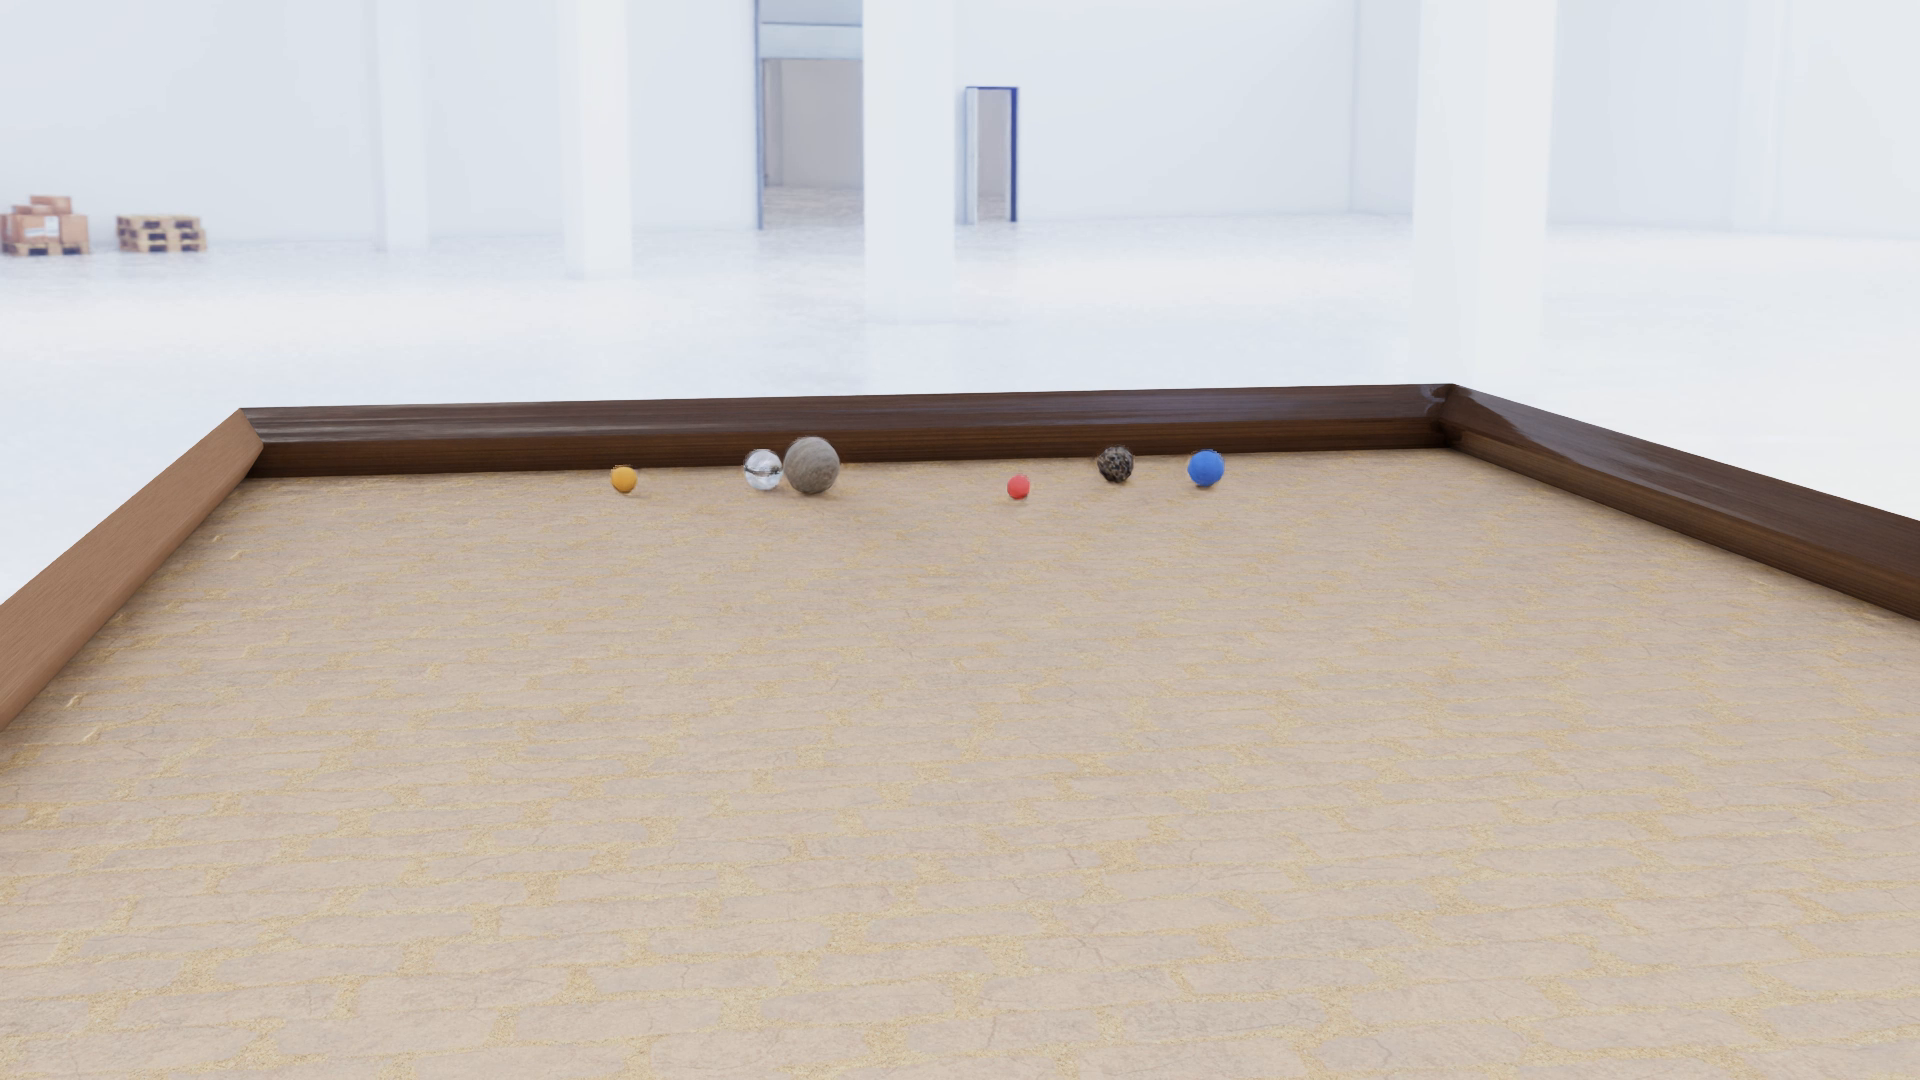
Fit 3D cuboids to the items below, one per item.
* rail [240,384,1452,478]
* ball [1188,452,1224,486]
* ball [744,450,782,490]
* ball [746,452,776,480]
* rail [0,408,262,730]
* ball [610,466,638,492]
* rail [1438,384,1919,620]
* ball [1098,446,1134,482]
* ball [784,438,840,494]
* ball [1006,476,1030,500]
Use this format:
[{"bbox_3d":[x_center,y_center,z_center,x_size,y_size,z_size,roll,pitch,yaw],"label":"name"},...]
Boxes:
[{"bbox_3d":[-0.161,-0.208,4.172,2.323,0.128,0.045,-2,11,-9],"label":"rail"},{"bbox_3d":[0.438,-0.127,3.919,0.063,0.063,0.063,0,11,0],"label":"ball"},{"bbox_3d":[-0.347,-0.123,3.882,0.069,0.069,0.069,0,11,0],"label":"ball"},{"bbox_3d":[-0.359,-0.134,3.982,0.054,0.054,0.054,0,11,0],"label":"ball"},{"bbox_3d":[-0.957,0.181,2.099,0.045,0.128,3.940,-2,11,-9],"label":"rail"},{"bbox_3d":[-0.588,-0.105,3.850,0.046,0.046,0.046,0,11,0],"label":"ball"},{"bbox_3d":[1.286,0.111,2.473,0.045,0.128,3.940,-2,11,-9],"label":"rail"},{"bbox_3d":[0.282,-0.136,3.964,0.065,0.065,0.065,0,11,0],"label":"ball"},{"bbox_3d":[-0.259,-0.129,3.833,0.099,0.099,0.099,0,11,0],"label":"ball"},{"bbox_3d":[0.100,-0.090,3.783,0.041,0.041,0.041,0,11,0],"label":"ball"}]
